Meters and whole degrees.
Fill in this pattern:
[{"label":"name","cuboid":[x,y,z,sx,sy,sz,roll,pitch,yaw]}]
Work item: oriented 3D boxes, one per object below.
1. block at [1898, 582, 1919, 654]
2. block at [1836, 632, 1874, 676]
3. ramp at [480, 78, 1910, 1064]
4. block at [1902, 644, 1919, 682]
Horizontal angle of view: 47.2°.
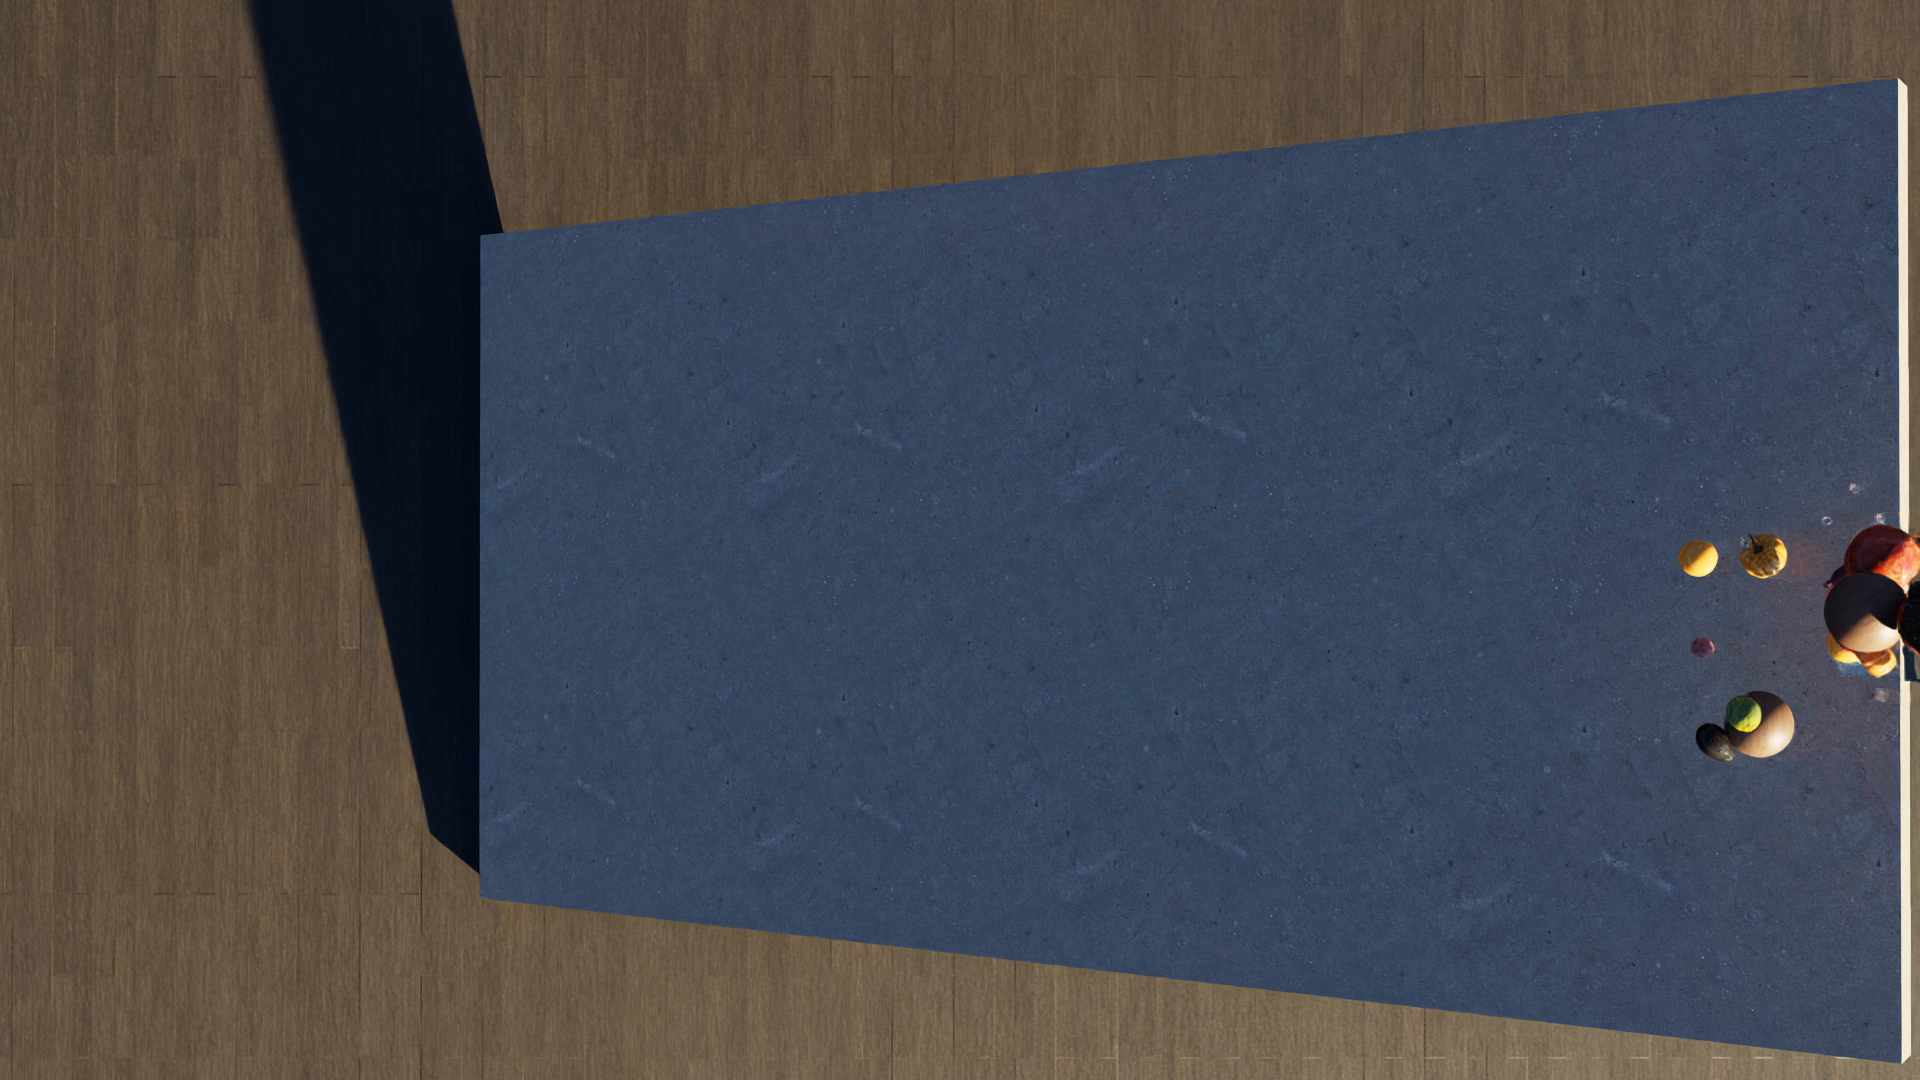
[{"label":"block","cuboid":[1.441,0.117,3.193,0.093,0.093,0.093,-11,127,-11]},{"label":"block","cuboid":[1.759,0.224,4.324,0.058,0.058,0.058,-4,125,13]},{"label":"ramp","cuboid":[0.256,0.070,5.592,4.000,0.100,2.000,0,89,33]},{"label":"block","cuboid":[1.604,0.201,3.634,0.061,0.061,0.061,-8,94,-38]}]
